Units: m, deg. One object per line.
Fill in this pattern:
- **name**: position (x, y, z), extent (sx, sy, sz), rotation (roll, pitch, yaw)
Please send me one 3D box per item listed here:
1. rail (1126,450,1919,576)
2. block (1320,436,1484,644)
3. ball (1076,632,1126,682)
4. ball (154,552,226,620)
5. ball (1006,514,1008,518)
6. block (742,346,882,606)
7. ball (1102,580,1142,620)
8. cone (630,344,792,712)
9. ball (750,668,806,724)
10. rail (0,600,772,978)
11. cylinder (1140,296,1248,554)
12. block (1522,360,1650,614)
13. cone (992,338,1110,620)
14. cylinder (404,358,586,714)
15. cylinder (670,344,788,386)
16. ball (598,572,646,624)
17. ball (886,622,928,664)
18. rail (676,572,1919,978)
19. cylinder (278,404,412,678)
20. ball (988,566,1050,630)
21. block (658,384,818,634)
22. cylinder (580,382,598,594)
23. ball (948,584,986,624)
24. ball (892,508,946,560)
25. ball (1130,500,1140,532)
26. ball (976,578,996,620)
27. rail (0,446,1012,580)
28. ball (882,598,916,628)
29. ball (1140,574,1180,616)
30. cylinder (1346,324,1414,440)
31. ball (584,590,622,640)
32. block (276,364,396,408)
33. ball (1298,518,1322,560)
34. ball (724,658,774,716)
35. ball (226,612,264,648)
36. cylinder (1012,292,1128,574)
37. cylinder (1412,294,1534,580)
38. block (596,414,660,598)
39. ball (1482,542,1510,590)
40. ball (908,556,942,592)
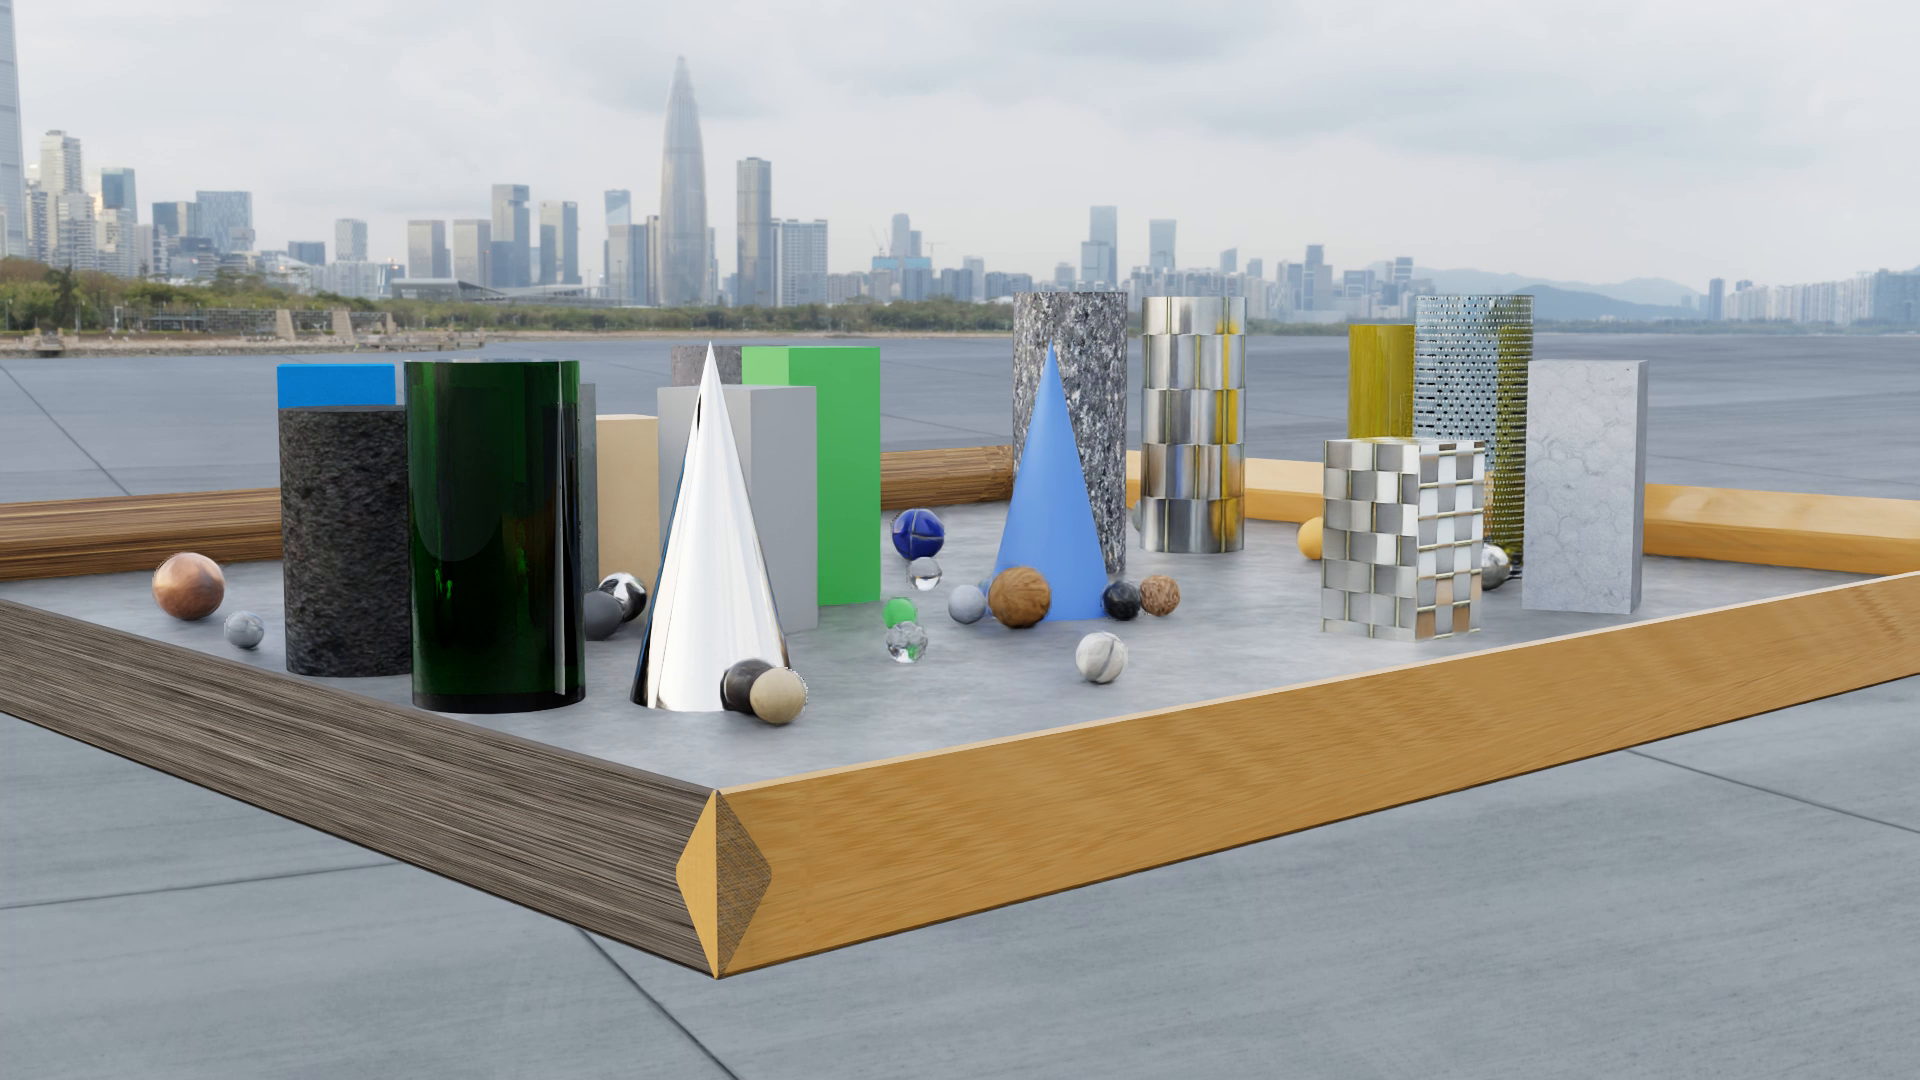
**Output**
- **rail**: position (1.009, -0.064, 4.258), extent (0.045, 0.127, 2.551), rotation (-5, 8, -42)
- **block**: position (0.611, -0.005, 3.037), extent (0.156, 0.265, 0.156), rotation (-6, 8, -43)
- **ball**: position (0.169, 0.140, 2.635), extent (0.059, 0.059, 0.059), rotation (0, 6, 0)
- **ball**: position (-1.105, 0.067, 3.155), extent (0.097, 0.097, 0.097), rotation (0, 6, 0)
- **ball**: position (0.122, -0.036, 4.282), extent (0.067, 0.067, 0.067), rotation (0, 6, 0)
- **block**: position (-0.228, -0.102, 3.377), extent (0.156, 0.388, 0.156), rotation (-4, 7, -32)
- **ball**: position (0.233, 0.087, 3.158), extent (0.058, 0.058, 0.058), rotation (0, 6, 0)
- **cone**: position (-0.284, -0.023, 2.519), extent (0.195, 0.409, 0.195), rotation (0, 6, 0)
- **ball**: position (-0.196, 0.169, 2.367), extent (0.060, 0.060, 0.060), rotation (0, 6, 0)
- **rail**: position (-1.009, 0.130, 2.406), extent (0.045, 0.127, 2.551), rotation (-5, 8, -42)
- **cylinder**: position (0.435, -0.217, 4.097), extent (0.195, 0.467, 0.195), rotation (0, 6, 0)
- **block**: position (0.941, -0.085, 3.308), extent (0.156, 0.368, 0.156), rotation (2, 6, 23)
- **cone**: position (0.133, -0.095, 3.234), extent (0.195, 0.403, 0.195), rotation (0, 6, 0)
- **cylinder**: position (-0.529, -0.010, 2.504), extent (0.195, 0.387, 0.195), rotation (0, 6, 0)
- **cylinder**: position (-0.387, -0.136, 3.709), extent (0.195, 0.385, 0.195), rotation (0, 6, 0)
- **ball**: position (-0.483, 0.082, 3.132), extent (0.072, 0.072, 0.072), rotation (0, 6, 0)
- **ball**: position (-0.068, 0.129, 2.778), extent (0.053, 0.053, 0.053), rotation (0, 6, 0)
- **rail**: position (0.849, 0.129, 2.417), extent (2.793, 0.127, 0.045), rotation (-5, 8, -42)
- **cylinder**: position (-0.746, -0.003, 2.749), extent (0.195, 0.323, 0.195), rotation (0, 6, 0)
- **ball**: position (0.083, 0.080, 3.069), extent (0.088, 0.088, 0.088), rotation (0, 6, 0)
- **block**: position (-0.306, -0.043, 3.047), extent (0.156, 0.338, 0.156), rotation (4, 7, 30)
- **cylinder**: position (-0.603, -0.046, 3.060), extent (0.195, 0.343, 0.195), rotation (0, 6, 0)
- **ball**: position (0.010, 0.091, 3.121), extent (0.056, 0.056, 0.056), rotation (0, 6, 0)
- **ball**: position (-0.074, -0.010, 3.899), extent (0.095, 0.095, 0.095), rotation (0, 6, 0)
- **ball**: position (0.377, -0.048, 4.334), extent (0.080, 0.080, 0.080), rotation (0, 6, 0)
- **ball**: position (0.048, 0.085, 3.166), extent (0.061, 0.061, 0.061), rotation (0, 6, 0)
- **rail**: position (-0.849, -0.063, 4.247), extent (2.793, 0.127, 0.045), rotation (-5, 8, -42)
- **ball**: position (-0.084, 0.104, 3.048), extent (0.047, 0.047, 0.047), rotation (0, 6, 0)
- **ball**: position (0.290, 0.080, 3.204), extent (0.061, 0.061, 0.061), rotation (0, 6, 0)
- **cylinder**: position (0.792, -0.176, 3.939), extent (0.195, 0.418, 0.195), rotation (0, 6, 0)
- **ball**: position (-0.491, 0.102, 2.968), extent (0.067, 0.067, 0.067), rotation (0, 6, 0)
- **block**: position (-0.876, -0.064, 3.111), extent (0.156, 0.367, 0.156), rotation (-2, 6, -15)
- **ball**: position (0.640, -0.002, 3.920), extent (0.076, 0.076, 0.076), rotation (0, 6, 0)
- **ball**: position (-0.228, 0.161, 2.420), extent (0.064, 0.064, 0.064), rotation (0, 6, 0)
- **ball**: position (-0.941, 0.119, 2.894), extent (0.049, 0.049, 0.049), rotation (0, 6, 0)
- **cylinder**: position (0.188, -0.186, 3.768), extent (0.195, 0.473, 0.195), rotation (0, 6, 0)
- **cylinder**: position (0.858, -0.176, 3.692), extent (0.195, 0.468, 0.195), rotation (0, 6, 0)
- **block**: position (-0.554, -0.053, 3.442), extent (0.156, 0.277, 0.156), rotation (-3, 7, -30)
- **ball**: position (0.835, 0.043, 3.492), extent (0.076, 0.076, 0.076), rotation (0, 6, 0)
- **ball**: position (-0.056, 0.054, 3.488), extent (0.055, 0.055, 0.055), rotation (0, 6, 0)
